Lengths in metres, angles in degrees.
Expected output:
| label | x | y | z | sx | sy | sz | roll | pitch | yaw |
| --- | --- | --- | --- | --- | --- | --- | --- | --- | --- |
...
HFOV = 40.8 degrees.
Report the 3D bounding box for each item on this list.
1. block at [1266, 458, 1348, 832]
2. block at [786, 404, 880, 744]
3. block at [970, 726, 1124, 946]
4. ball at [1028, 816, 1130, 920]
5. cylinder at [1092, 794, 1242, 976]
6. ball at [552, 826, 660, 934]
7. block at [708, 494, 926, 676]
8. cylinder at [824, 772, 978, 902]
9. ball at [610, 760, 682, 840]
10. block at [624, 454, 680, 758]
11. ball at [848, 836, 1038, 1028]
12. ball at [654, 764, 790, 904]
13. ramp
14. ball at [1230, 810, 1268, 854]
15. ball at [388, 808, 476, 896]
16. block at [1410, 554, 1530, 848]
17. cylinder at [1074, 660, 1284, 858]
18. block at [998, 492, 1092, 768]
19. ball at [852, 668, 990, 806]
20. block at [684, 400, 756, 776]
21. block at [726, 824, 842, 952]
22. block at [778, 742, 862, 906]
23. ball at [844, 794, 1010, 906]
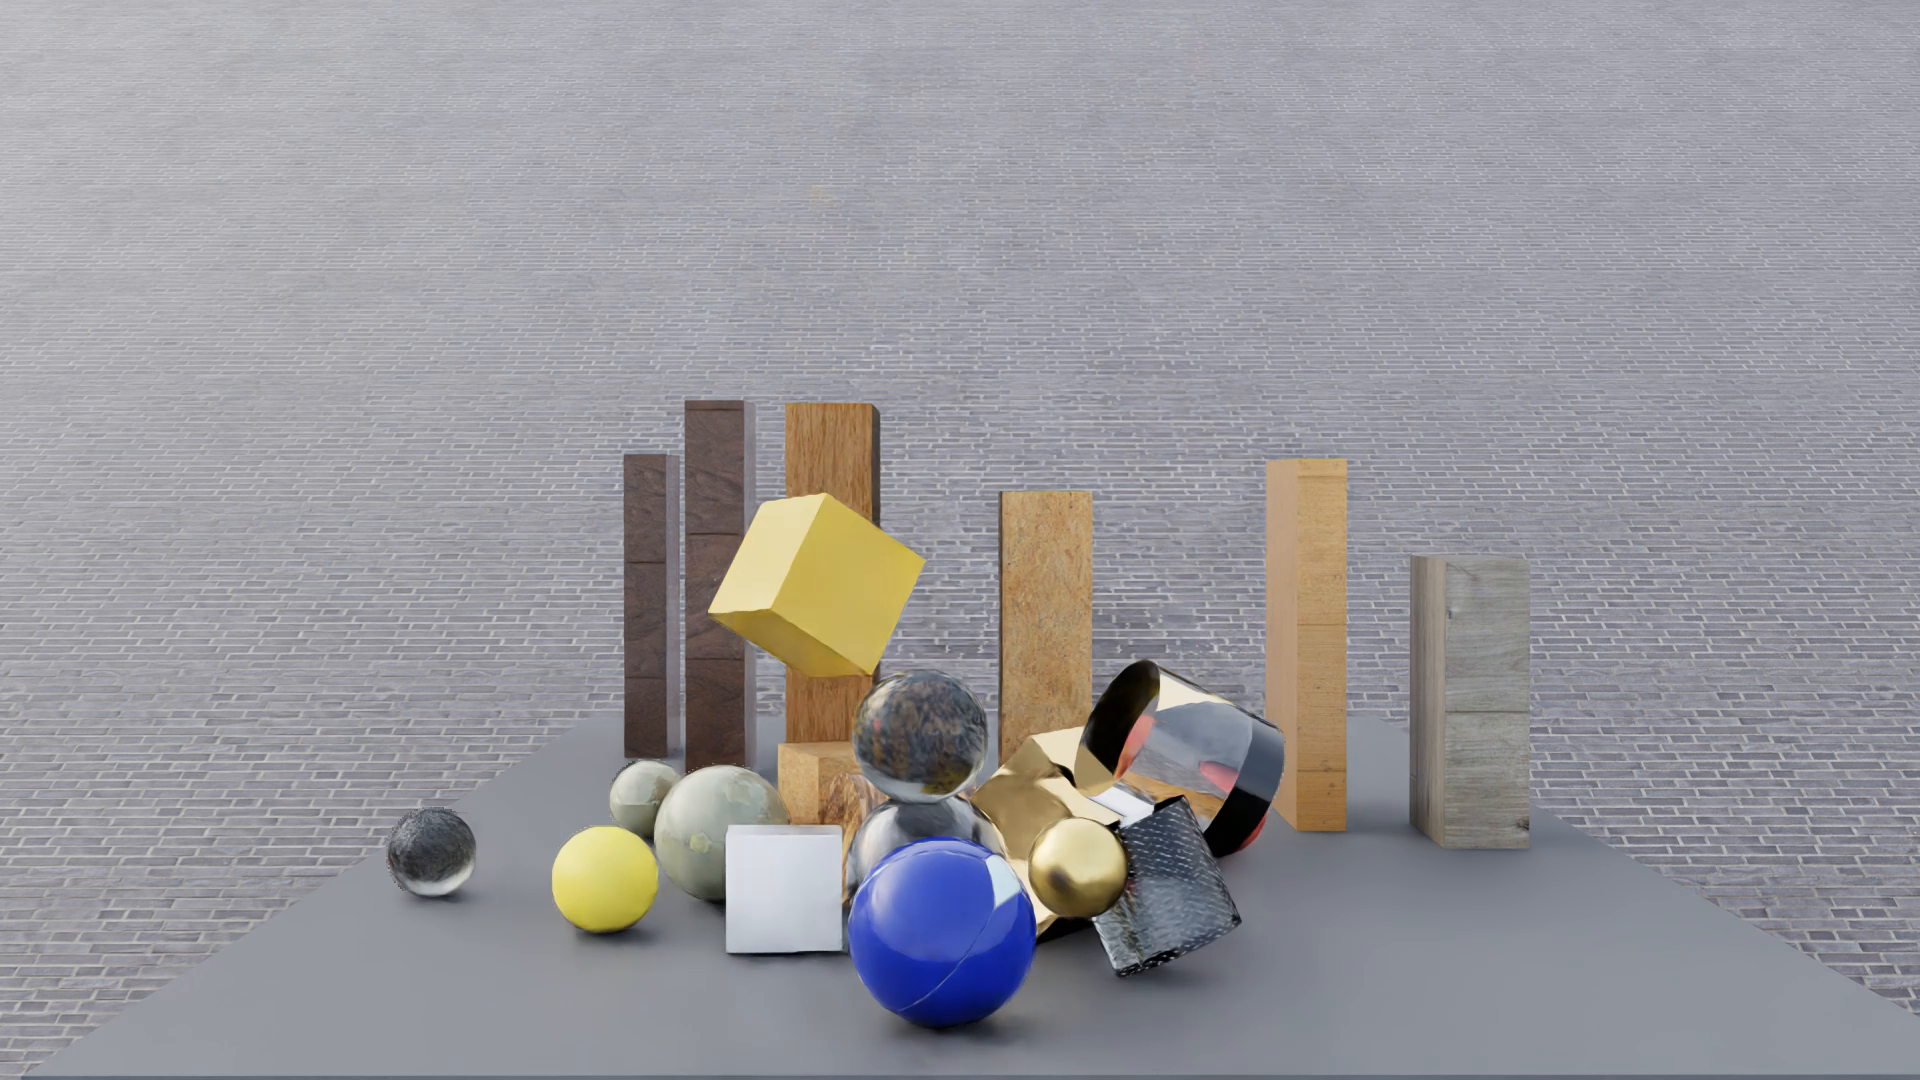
| label | x | y | z | sx | sy | sz | roll | pitch | yaw |
| --- | --- | --- | --- | --- | --- | --- | --- | --- | --- |
| block | 0.615 | 0.174 | 4.613 | 0.084 | 0.635 | 0.444 | 0 | 1 | 0 |
| block | -0.196 | 0.148 | 4.062 | 0.127 | 0.711 | 0.447 | 0 | 1 | 0 |
| block | 0.134 | 0.383 | 3.365 | 0.192 | 0.192 | 0.192 | 50 | 22 | 19 |
| ball | 0.136 | 0.377 | 2.967 | 0.117 | 0.117 | 0.117 | 0 | 27 | 0 |
| cylinder | 0.230 | 0.415 | 3.103 | 0.164 | 0.164 | 0.164 | -24 | -3 | -2 |
| ball | -0.467 | 0.447 | 3.399 | 0.141 | 0.141 | 0.141 | 0 | 27 | 0 |
| block | -0.199 | 0.065 | 3.583 | 0.181 | 0.181 | 0.181 | -6 | 54 | 57 |
| cylinder | -0.078 | 0.409 | 3.546 | 0.177 | 0.177 | 0.177 | 3 | 24 | -20 |
| ball | -0.518 | 0.433 | 4.301 | 0.131 | 0.131 | 0.131 | 0 | 27 | 0 |
| block | -0.681 | 0.140 | 5.720 | 0.092 | 0.657 | 0.271 | 0 | 1 | 0 |
| ball | -0.019 | 0.427 | 2.812 | 0.206 | 0.206 | 0.206 | 0 | 27 | 0 |
| ball | -0.335 | 0.415 | 3.649 | 0.194 | 0.194 | 0.194 | 0 | 27 | 0 |
| ramp | 0.060 | 0.543 | 4.579 | 2.000 | 0.100 | 4.000 | 0 | 1 | 0 |
| ball | 0.405 | 0.418 | 4.102 | 0.169 | 0.169 | 0.169 | 0 | 27 | 0 |
| ball | -0.757 | 0.449 | 3.702 | 0.126 | 0.126 | 0.126 | 0 | 27 | 0 |
| block | 0.854 | 0.263 | 4.345 | 0.137 | 0.468 | 0.328 | 0 | 1 | 0 |
| cylinder | 0.276 | 0.277 | 3.257 | 0.190 | 0.190 | 0.190 | 28 | 20 | -18 |
| block | 0.138 | 0.210 | 4.244 | 0.143 | 0.579 | 0.311 | 0 | 1 | 0 |
| ball | -0.048 | 0.241 | 3.167 | 0.168 | 0.168 | 0.168 | 0 | 27 | 0 |
| block | -0.491 | 0.097 | 5.318 | 0.119 | 0.761 | 0.300 | 0 | 1 | 0 |
| block | -0.224 | 0.444 | 3.299 | 0.146 | 0.146 | 0.146 | 0 | -1 | -4 |
| block | -0.134 | 0.406 | 3.732 | 0.210 | 0.210 | 0.210 | 0 | 1 | -20 |
| ball | -0.041 | 0.417 | 3.232 | 0.207 | 0.207 | 0.207 | 0 | 27 | 0 |
